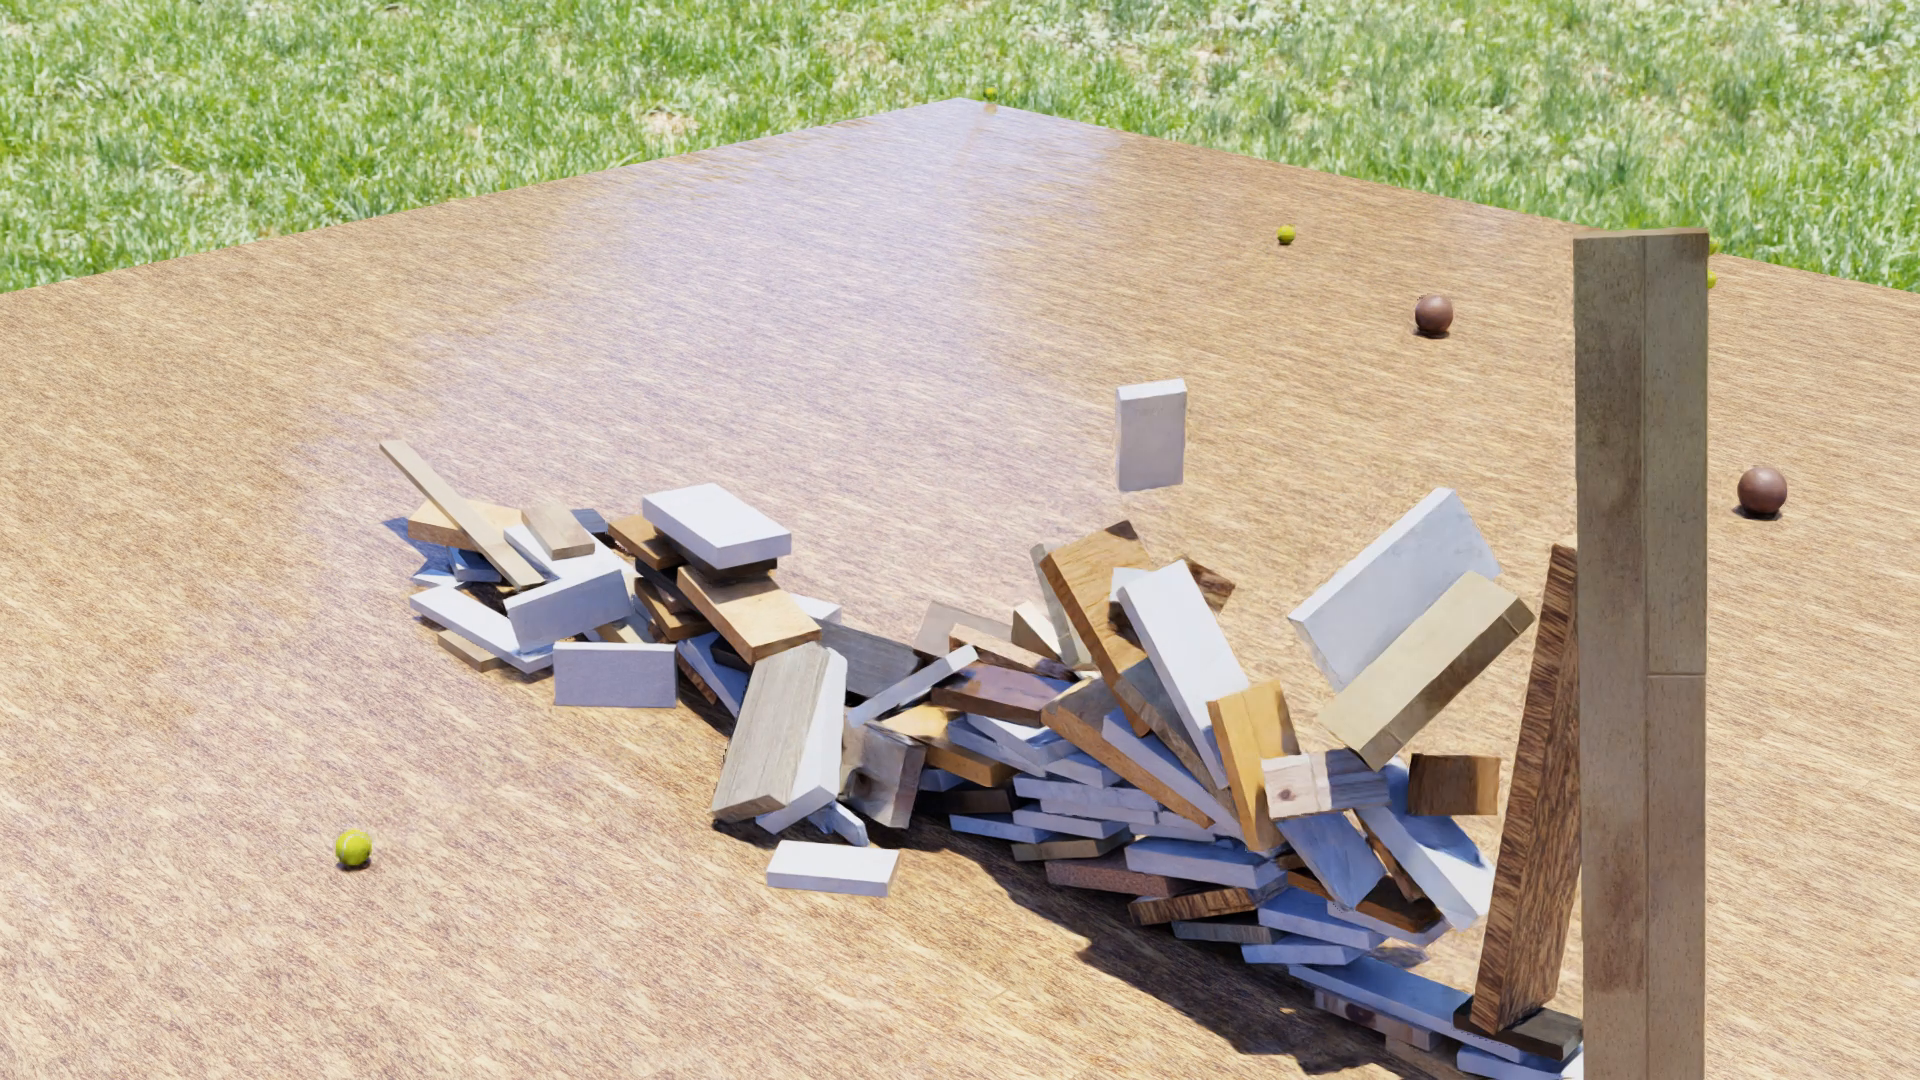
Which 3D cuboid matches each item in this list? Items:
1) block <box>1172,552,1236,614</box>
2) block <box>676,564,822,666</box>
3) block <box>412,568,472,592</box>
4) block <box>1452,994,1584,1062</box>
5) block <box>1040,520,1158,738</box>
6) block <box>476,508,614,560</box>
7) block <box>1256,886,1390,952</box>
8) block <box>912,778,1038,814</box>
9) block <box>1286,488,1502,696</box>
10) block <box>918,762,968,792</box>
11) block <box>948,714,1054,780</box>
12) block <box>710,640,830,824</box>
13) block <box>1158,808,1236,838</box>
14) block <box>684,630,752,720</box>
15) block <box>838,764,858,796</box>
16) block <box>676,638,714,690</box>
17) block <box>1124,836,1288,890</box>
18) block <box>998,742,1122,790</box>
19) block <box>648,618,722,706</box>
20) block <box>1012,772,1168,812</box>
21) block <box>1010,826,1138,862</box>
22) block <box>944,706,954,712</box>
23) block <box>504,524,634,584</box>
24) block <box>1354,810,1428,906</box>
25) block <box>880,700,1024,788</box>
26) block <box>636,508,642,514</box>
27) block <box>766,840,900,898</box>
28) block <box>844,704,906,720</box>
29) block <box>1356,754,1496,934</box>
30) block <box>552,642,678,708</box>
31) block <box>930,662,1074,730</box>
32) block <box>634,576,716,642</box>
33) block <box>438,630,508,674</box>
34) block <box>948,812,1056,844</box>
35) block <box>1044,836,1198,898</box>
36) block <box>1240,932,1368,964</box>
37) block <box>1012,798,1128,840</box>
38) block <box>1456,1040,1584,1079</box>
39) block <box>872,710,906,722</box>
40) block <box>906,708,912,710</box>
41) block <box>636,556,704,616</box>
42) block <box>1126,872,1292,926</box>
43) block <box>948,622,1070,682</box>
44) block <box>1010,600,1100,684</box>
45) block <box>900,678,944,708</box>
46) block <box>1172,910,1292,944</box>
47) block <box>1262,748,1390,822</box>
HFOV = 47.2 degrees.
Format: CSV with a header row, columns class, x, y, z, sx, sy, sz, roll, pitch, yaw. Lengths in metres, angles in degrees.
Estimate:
class,x,y,z,sx,sy,sz,roll,pitch,yaw
block,0.414,0.076,3.819,0.121,0.060,0.017,28,2,-20
block,-0.459,0.144,4.757,0.168,0.048,0.337,-14,37,-31
block,-1.293,0.103,5.491,0.131,0.019,0.066,12,24,26
block,0.910,0.787,3.574,0.191,0.027,0.095,11,23,38
block,0.308,0.155,3.908,0.180,0.051,0.359,-23,76,-29
block,-1.090,-0.018,5.686,0.353,0.050,0.176,-5,22,-28
block,0.645,0.650,3.809,0.118,0.034,0.237,-21,18,-40
block,0.045,0.494,4.383,0.161,0.046,0.321,-21,8,-41
block,0.723,0.090,3.647,0.349,0.175,0.049,-39,19,-13
block,-0.090,0.455,4.509,0.161,0.046,0.321,-21,13,-40
block,0.118,0.387,4.290,0.136,0.039,0.273,-23,27,-38
block,-0.382,0.388,4.444,0.180,0.051,0.360,-21,43,41
block,0.462,0.486,3.926,0.105,0.030,0.211,-23,14,-35
block,-0.478,0.305,4.829,0.131,0.037,0.261,-18,56,-39
block,-0.257,0.474,4.394,0.117,0.058,0.017,4,-22,46
block,-0.506,0.291,4.886,0.124,0.035,0.247,-24,61,-42
block,0.463,0.564,3.974,0.154,0.044,0.309,-21,14,-40
block,0.214,0.392,4.126,0.136,0.039,0.273,-23,24,-38
block,-0.578,0.255,4.943,0.124,0.035,0.247,-23,60,-41
block,0.277,0.452,4.129,0.136,0.039,0.369,-22,14,-40
block,0.221,0.576,4.235,0.118,0.034,0.237,-22,6,-40
block,0.016,0.327,4.417,0.071,0.020,0.142,-11,-4,12
block,-0.945,0.049,5.337,0.174,0.049,0.348,-16,36,-37
block,0.748,0.516,3.694,0.092,0.026,0.184,-14,61,-29
block,0.005,0.404,4.398,0.161,0.046,0.321,-21,26,-40
block,-0.688,0.014,5.568,0.160,0.045,0.320,24,3,-41
block,-0.243,0.632,4.229,0.236,0.033,0.118,4,23,9
block,-0.271,0.312,4.740,0.347,0.037,0.131,14,19,35
block,0.762,0.487,3.624,0.166,0.047,0.333,-6,51,-54
block,-0.763,0.299,4.880,0.269,0.135,0.038,1,18,2
block,0.088,0.296,4.218,0.265,0.037,0.132,10,26,39
block,-0.638,0.146,4.971,0.124,0.035,0.248,-10,30,-24
block,-1.125,0.249,5.136,0.102,0.029,0.203,-19,29,-37
block,0.103,0.549,4.344,0.118,0.034,0.237,-22,16,-41
block,0.324,0.611,4.143,0.154,0.044,0.309,-21,13,-41
block,0.619,0.704,3.855,0.118,0.034,0.237,-21,5,-39
block,0.225,0.520,4.202,0.118,0.034,0.237,-22,16,-40
block,0.943,0.845,3.580,0.232,0.033,0.116,4,20,40
block,-0.197,0.372,4.666,0.172,0.024,0.086,10,16,35
block,-0.118,0.375,4.795,0.268,0.014,0.049,4,20,35
block,-0.600,0.085,4.935,0.131,0.037,0.261,-19,34,-37
block,0.466,0.639,4.006,0.154,0.044,0.309,-21,1,-41
block,0.099,0.259,4.398,0.250,0.125,0.035,21,54,20
block,0.198,0.253,4.423,0.037,0.129,0.258,-29,58,-23
block,-0.051,0.309,4.536,0.142,0.020,0.071,-31,-26,31
block,0.509,0.687,3.975,0.118,0.034,0.237,-21,8,-40
block,0.592,0.393,3.565,0.193,0.097,0.027,-9,-18,5
